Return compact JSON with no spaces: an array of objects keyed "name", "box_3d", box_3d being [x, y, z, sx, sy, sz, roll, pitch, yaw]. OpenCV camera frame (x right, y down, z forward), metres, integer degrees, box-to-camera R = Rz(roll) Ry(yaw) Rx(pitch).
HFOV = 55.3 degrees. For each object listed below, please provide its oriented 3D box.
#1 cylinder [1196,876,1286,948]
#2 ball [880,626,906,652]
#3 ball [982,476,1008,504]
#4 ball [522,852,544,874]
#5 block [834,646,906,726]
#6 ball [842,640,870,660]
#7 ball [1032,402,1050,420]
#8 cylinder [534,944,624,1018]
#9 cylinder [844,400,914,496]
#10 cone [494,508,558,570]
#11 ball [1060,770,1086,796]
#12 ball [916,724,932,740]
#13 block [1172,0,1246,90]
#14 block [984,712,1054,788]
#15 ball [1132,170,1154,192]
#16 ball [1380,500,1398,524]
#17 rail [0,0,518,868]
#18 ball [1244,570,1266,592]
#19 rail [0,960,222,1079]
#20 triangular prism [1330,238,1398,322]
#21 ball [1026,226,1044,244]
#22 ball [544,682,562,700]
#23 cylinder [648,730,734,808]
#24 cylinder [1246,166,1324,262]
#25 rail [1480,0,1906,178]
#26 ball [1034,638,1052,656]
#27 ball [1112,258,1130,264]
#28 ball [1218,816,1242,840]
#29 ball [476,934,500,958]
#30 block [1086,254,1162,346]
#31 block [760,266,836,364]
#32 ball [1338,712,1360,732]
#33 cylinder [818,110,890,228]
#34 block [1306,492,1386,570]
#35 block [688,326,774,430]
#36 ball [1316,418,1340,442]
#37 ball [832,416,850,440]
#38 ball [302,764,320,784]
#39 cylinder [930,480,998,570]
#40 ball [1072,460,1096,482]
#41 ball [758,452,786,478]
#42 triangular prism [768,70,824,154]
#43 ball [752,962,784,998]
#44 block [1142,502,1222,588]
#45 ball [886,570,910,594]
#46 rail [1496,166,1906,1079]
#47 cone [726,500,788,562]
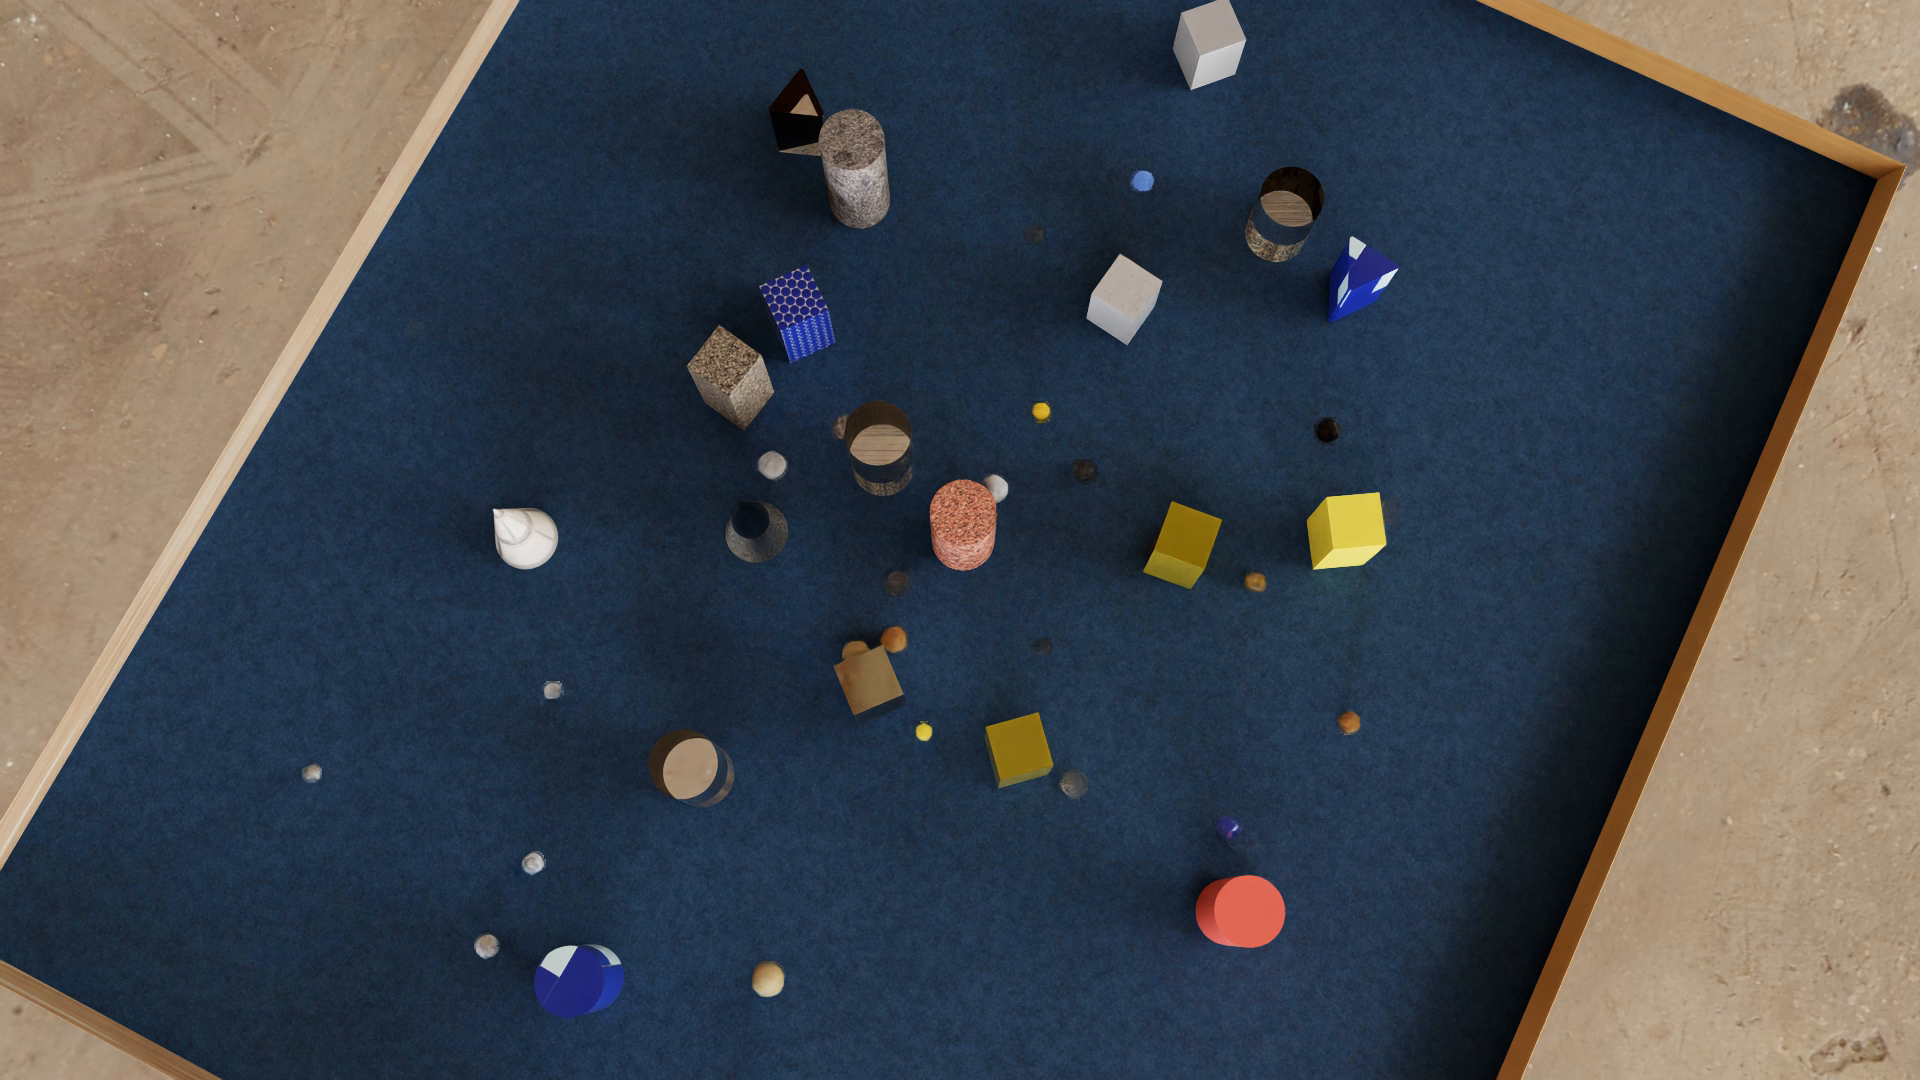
[{"name":"cylinder","box_3d":[0.789,1.052,5.190,0.194,0.409,0.194,0,78,0]},{"name":"ball","box_3d":[-0.199,0.299,5.514,0.079,0.079,0.079,0,78,0]},{"name":"ball","box_3d":[0.106,-0.155,5.605,0.086,0.086,0.086,0,78,0]},{"name":"ball","box_3d":[-1.256,0.951,5.388,0.061,0.061,0.061,0,78,0]},{"name":"block","box_3d":[-0.263,0.429,5.386,0.155,0.278,0.155,-23,79,-5]},{"name":"ball","box_3d":[-0.312,0.342,5.503,0.084,0.084,0.084,0,78,0]},{"name":"ball","box_3d":[0.251,-0.398,5.670,0.057,0.057,0.057,0,78,0]},{"name":"cylinder","box_3d":[-1.077,1.248,5.201,0.194,0.307,0.194,0,78,0]},{"name":"cylinder","box_3d":[-0.237,-0.270,5.475,0.194,0.386,0.194,0,78,0]},{"name":"cone","box_3d":[-1.328,-0.047,5.416,0.194,0.411,0.194,0,78,0]},{"name":"ball","box_3d":[0.335,0.722,5.429,0.075,0.075,0.075,0,78,0]},{"name":"ball","box_3d":[-0.108,0.574,5.471,0.052,0.052,0.052,0,78,0]},{"name":"block","box_3d":[0.790,-1.575,5.820,0.155,0.240,0.155,-20,79,-4]},{"name":"block","box_3d":[0.167,0.613,5.316,0.155,0.341,0.155,-15,79,-3]},{"name":"ball","box_3d":[0.582,-1.140,5.818,0.067,0.067,0.067,0,78,0]},{"name":"ball","box_3d":[1.296,-0.084,5.595,0.076,0.076,0.076,0,78,0]},{"name":"rail","box_3d":[-1.872,-0.910,5.740,0.045,0.126,4.779,26,80,5]},{"name":"ball","box_3d":[0.892,0.126,5.557,0.065,0.065,0.065,0,78,0]},{"name":"rail","box_3d":[-1.058,2.079,5.121,4.233,0.126,0.045,26,80,5]},{"name":"triangular prism","box_3d":[1.205,-0.815,5.633,0.168,0.299,0.145,-25,79,-5]},{"name":"ball","box_3d":[0.240,-0.964,5.787,0.057,0.057,0.057,0,78,0]},{"name":"ball","box_3d":[-1.222,0.453,5.496,0.052,0.052,0.052,0,78,0]},{"name":"cylinder","box_3d":[-0.769,0.662,5.281,0.194,0.389,0.194,0,78,0]},{"name":"cylinder","box_3d":[1.002,-1.005,5.671,0.194,0.301,0.194,0,78,0]},{"name":"rail","box_3d":[1.058,-2.065,5.979,4.233,0.126,0.045,26,80,5]},{"name":"ball","box_3d":[0.251,0.323,5.524,0.050,0.050,0.050,0,78,0]},{"name":"ball","box_3d":[0.510,-0.854,5.757,0.071,0.071,0.071,0,78,0]},{"name":"ball","box_3d":[0.795,0.852,5.405,0.069,0.069,0.069,0,78,0]},{"name":"ball","box_3d":[-1.376,1.184,5.338,0.067,0.067,0.067,0,78,0]},{"name":"block","box_3d":[0.505,-0.739,5.650,0.155,0.234,0.155,34,80,7]},{"name":"block","box_3d":[-0.493,-0.686,5.595,0.155,0.321,0.155,-25,79,-5]},{"name":"ball","box_3d":[1.164,0.543,5.471,0.064,0.064,0.064,0,78,0]},{"name":"cylinder","box_3d":[-0.319,-1.131,5.615,0.194,0.461,0.194,0,78,0]},{"name":"block","box_3d":[1.148,-0.024,5.461,0.155,0.314,0.155,-5,78,-1]},{"name":"block","box_3d":[-0.686,-0.483,5.520,0.155,0.386,0.155,36,81,7]},{"name":"ball","box_3d":[1.134,-0.337,5.648,0.075,0.075,0.075,0,78,0]},{"name":"ball","box_3d":[-0.353,-0.346,5.636,0.076,0.076,0.076,0,78,0]},{"name":"ball","box_3d":[-1.928,0.695,5.445,0.054,0.054,0.054,0,78,0]},{"name":"cylinder","box_3d":[0.010,-0.041,5.429,0.194,0.384,0.194,0,78,0]},{"name":"ball","box_3d":[0.382,-0.211,5.624,0.070,0.070,0.070,0,78,0]},{"name":"ball","box_3d":[-0.578,-0.230,5.621,0.085,0.085,0.085,0,78,0]},{"name":"triangular prism","box_3d":[-0.491,-1.341,5.738,0.168,0.305,0.145,6,78,1]},{"name":"ball","box_3d":[-0.555,1.274,5.304,0.097,0.097,0.097,0,78,0]},{"name":"block","box_3d":[0.657,0.019,5.441,0.155,0.335,0.155,20,79,4]},{"name":"ball","box_3d":[-0.188,0.130,5.552,0.073,0.073,0.073,0,78,0]},{"name":"rail","box_3d":[1.872,0.923,5.360,0.045,0.126,4.779,26,80,5]},{"name":"cone","box_3d":[-0.624,-0.071,5.403,0.194,0.447,0.194,0,78,0]}]
